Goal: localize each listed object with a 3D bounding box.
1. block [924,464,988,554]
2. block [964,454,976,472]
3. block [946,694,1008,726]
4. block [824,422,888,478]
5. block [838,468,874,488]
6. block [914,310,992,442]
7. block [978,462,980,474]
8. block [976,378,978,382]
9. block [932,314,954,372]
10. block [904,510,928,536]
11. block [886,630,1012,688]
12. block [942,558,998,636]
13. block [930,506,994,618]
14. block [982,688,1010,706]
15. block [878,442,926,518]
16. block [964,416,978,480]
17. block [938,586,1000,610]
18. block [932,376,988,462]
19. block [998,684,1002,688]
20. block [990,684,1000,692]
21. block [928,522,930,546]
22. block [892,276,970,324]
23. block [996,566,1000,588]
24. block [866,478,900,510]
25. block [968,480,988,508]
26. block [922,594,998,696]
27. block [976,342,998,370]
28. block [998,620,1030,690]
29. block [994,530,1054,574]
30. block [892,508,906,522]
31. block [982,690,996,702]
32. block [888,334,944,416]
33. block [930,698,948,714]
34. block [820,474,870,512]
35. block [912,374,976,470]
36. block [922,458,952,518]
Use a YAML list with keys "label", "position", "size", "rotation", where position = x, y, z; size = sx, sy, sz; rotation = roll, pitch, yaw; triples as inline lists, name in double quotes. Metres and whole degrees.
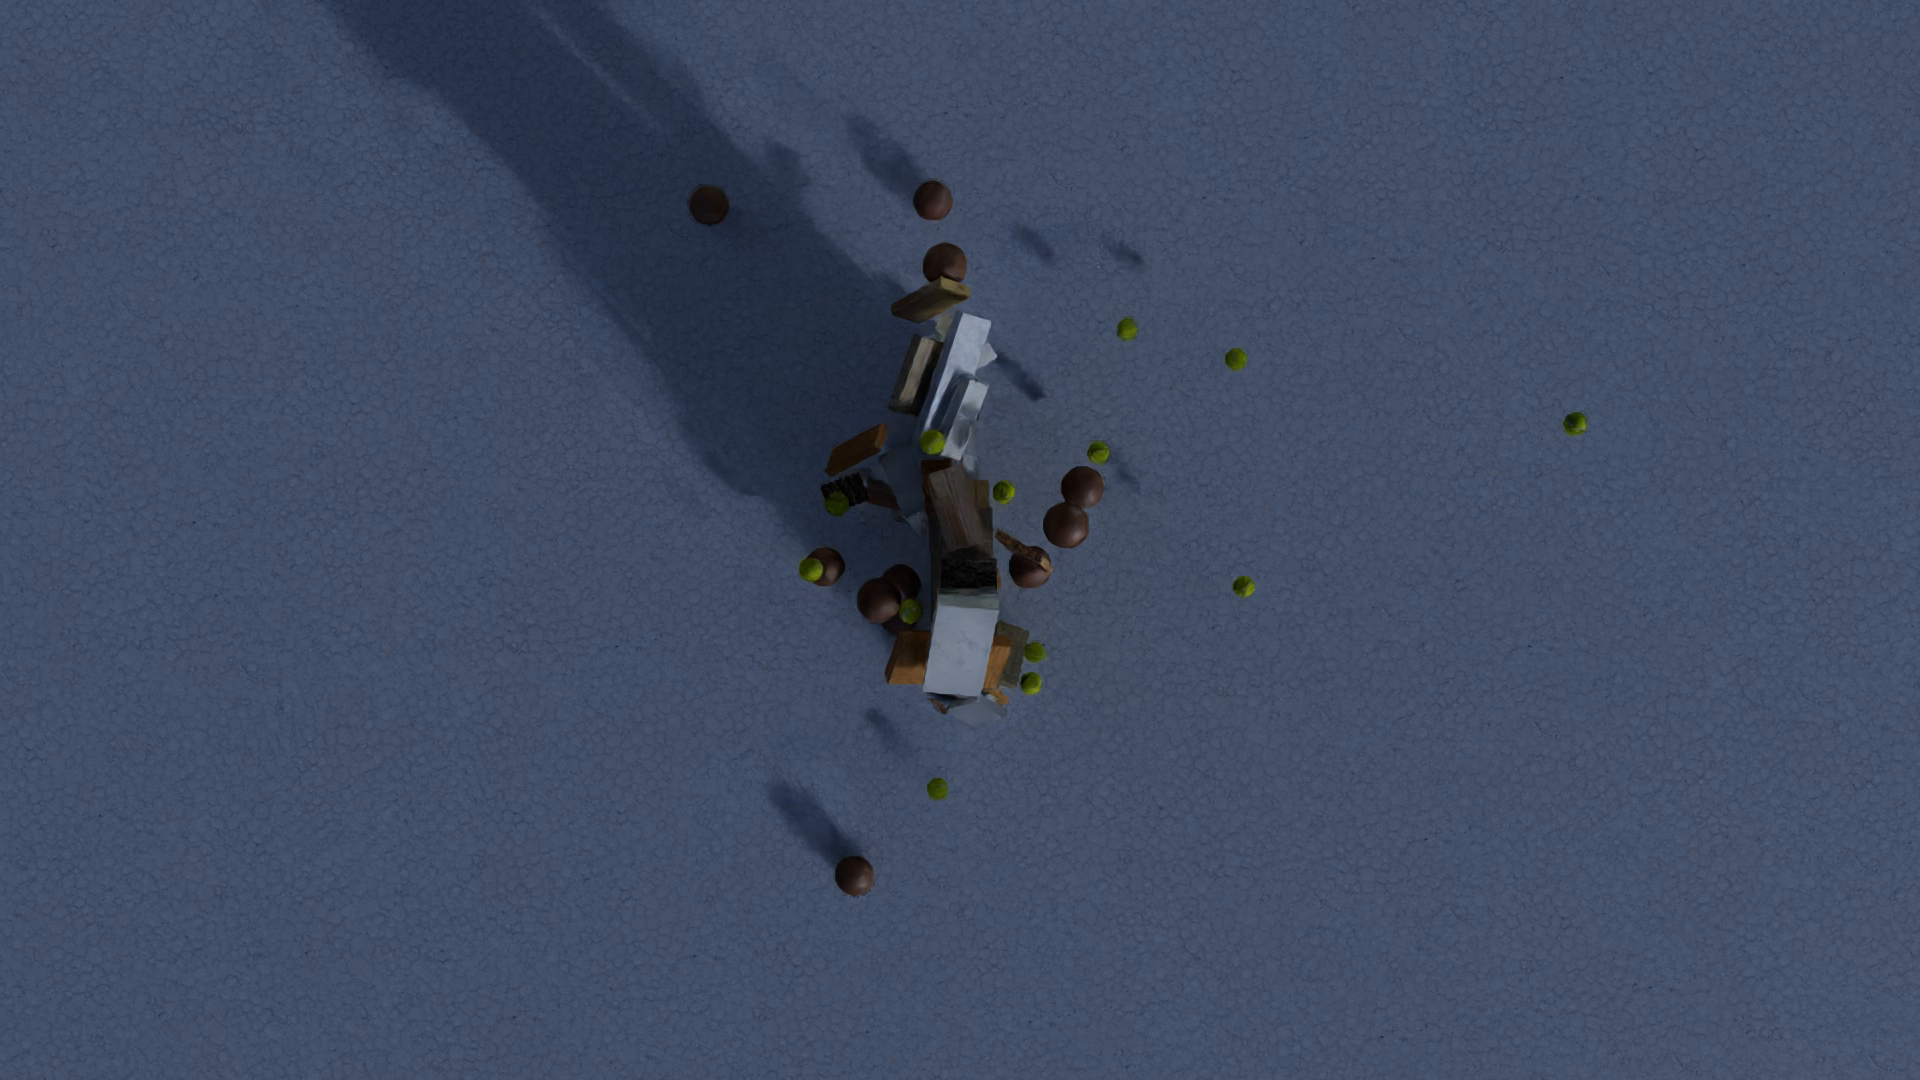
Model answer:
- label: "block"
  position: [-0.013, -0.087, 4.628]
  size: [0.114, 0.032, 0.229]
  rotation: [-17, 83, -6]
- label: "block"
  position: [-0.045, -0.239, 4.939]
  size: [0.153, 0.306, 0.043]
  rotation: [5, 91, 6]
- label: "block"
  position: [0.045, 0.535, 5.179]
  size: [0.097, 0.645, 0.028]
  rotation: [31, 78, -3]
- label: "block"
  position: [-0.294, -0.256, 4.691]
  size: [0.195, 0.098, 0.028]
  rotation: [-25, 123, 34]
- label: "block"
  position: [-0.306, -0.171, 4.944]
  size: [0.098, 0.219, 0.028]
  rotation: [0, 77, 1]
- label: "block"
  position: [-0.020, -0.456, 4.658]
  size: [0.114, 0.032, 0.371]
  rotation: [10, 103, -43]
- label: "block"
  position: [-0.004, -0.234, 5.370]
  size: [0.129, 0.258, 0.037]
  rotation: [0, 92, 0]
- label: "block"
  position: [-0.014, -0.460, 5.141]
  size: [0.153, 0.713, 0.043]
  rotation: [0, 92, 2]
- label: "block"
  position: [-0.030, -0.561, 4.776]
  size: [0.110, 0.031, 0.221]
  rotation: [11, 51, 8]
- label: "block"
  position: [-0.130, -0.073, 4.878]
  size: [0.020, 0.143, 0.072]
  rotation: [-3, 114, -23]
- label: "block"
  position: [-0.029, 0.309, 4.256]
  size: [0.299, 0.042, 0.149]
  rotation: [5, 128, -21]
- label: "block"
  position: [0.024, 0.195, 4.371]
  size: [0.146, 0.041, 0.293]
  rotation: [-1, 93, -1]
- label: "block"
  position: [0.006, 0.089, 4.707]
  size: [0.180, 0.051, 0.360]
  rotation: [-2, 92, -1]
- label: "block"
  position: [0.100, 0.501, 5.453]
  size: [0.125, 0.063, 0.018]
  rotation: [45, 48, -18]
- label: "block"
  position: [-0.152, -0.169, 4.732]
  size: [0.098, 0.028, 0.195]
  rotation: [-23, 90, 0]
- label: "block"
  position: [-0.007, -0.312, 5.220]
  size: [0.129, 0.037, 0.258]
  rotation: [-1, 92, 0]
- label: "block"
  position: [0.019, 0.151, 4.198]
  size: [0.149, 0.299, 0.042]
  rotation: [-2, 92, -1]
- label: "block"
  position: [0.001, -0.343, 4.674]
  size: [0.032, 0.114, 0.229]
  rotation: [24, 94, 28]
- label: "block"
  position: [0.105, 0.448, 5.473]
  size: [0.095, 0.013, 0.047]
  rotation: [44, 82, -21]
- label: "block"
  position: [0.111, 0.366, 5.059]
  size: [0.097, 0.028, 0.194]
  rotation: [25, 115, -12]
- label: "block"
  position: [-0.001, 0.003, 4.911]
  size: [0.180, 0.360, 0.051]
  rotation: [-1, 80, 0]
- label: "block"
  position: [-0.084, -0.685, 4.724]
  size: [0.110, 0.221, 0.031]
  rotation: [13, 66, -40]
- label: "block"
  position: [0.031, 0.101, 4.534]
  size: [0.146, 0.292, 0.041]
  rotation: [-6, 95, -1]
- label: "block"
  position: [-0.212, -0.132, 4.858]
  size: [0.143, 0.020, 0.072]
  rotation: [13, 93, -27]
- label: "block"
  position: [-0.001, -0.009, 5.118]
  size: [0.178, 0.050, 0.356]
  rotation: [0, 90, 0]
- label: "block"
  position: [-0.001, 0.263, 4.094]
  size: [0.149, 0.042, 0.299]
  rotation: [5, 130, -6]
- label: "block"
  position: [0.053, -0.573, 5.219]
  size: [0.119, 0.017, 0.059]
  rotation: [-29, 129, 2]
- label: "block"
  position: [0.141, 0.344, 4.948]
  size: [0.097, 0.028, 0.194]
  rotation: [21, 56, -9]
- label: "block"
  position: [0.182, 0.034, 4.658]
  size: [0.167, 0.084, 0.024]
  rotation: [31, 82, 33]
- label: "block"
  position: [-0.155, -0.106, 4.988]
  size: [0.026, 0.184, 0.092]
  rotation: [-14, 94, -29]
- label: "block"
  position: [0.072, 0.483, 5.186]
  size: [0.063, 0.125, 0.018]
  rotation: [29, 84, 17]
- label: "block"
  position: [-0.124, -0.463, 4.639]
  size: [0.031, 0.110, 0.221]
  rotation: [28, 104, 32]
- label: "block"
  position: [-0.072, 0.544, 5.402]
  size: [0.013, 0.095, 0.047]
  rotation: [-37, 103, -12]
- label: "block"
  position: [-0.336, -0.137, 4.804]
  size: [0.024, 0.167, 0.084]
  rotation: [-26, 96, -40]
- label: "block"
  position: [-0.052, -0.338, 4.762]
  size: [0.153, 0.043, 0.306]
  rotation: [7, 91, 5]
- label: "block"
  position: [-0.061, -0.147, 4.682]
  size: [0.084, 0.024, 0.167]
  rotation: [-5, 69, -3]
